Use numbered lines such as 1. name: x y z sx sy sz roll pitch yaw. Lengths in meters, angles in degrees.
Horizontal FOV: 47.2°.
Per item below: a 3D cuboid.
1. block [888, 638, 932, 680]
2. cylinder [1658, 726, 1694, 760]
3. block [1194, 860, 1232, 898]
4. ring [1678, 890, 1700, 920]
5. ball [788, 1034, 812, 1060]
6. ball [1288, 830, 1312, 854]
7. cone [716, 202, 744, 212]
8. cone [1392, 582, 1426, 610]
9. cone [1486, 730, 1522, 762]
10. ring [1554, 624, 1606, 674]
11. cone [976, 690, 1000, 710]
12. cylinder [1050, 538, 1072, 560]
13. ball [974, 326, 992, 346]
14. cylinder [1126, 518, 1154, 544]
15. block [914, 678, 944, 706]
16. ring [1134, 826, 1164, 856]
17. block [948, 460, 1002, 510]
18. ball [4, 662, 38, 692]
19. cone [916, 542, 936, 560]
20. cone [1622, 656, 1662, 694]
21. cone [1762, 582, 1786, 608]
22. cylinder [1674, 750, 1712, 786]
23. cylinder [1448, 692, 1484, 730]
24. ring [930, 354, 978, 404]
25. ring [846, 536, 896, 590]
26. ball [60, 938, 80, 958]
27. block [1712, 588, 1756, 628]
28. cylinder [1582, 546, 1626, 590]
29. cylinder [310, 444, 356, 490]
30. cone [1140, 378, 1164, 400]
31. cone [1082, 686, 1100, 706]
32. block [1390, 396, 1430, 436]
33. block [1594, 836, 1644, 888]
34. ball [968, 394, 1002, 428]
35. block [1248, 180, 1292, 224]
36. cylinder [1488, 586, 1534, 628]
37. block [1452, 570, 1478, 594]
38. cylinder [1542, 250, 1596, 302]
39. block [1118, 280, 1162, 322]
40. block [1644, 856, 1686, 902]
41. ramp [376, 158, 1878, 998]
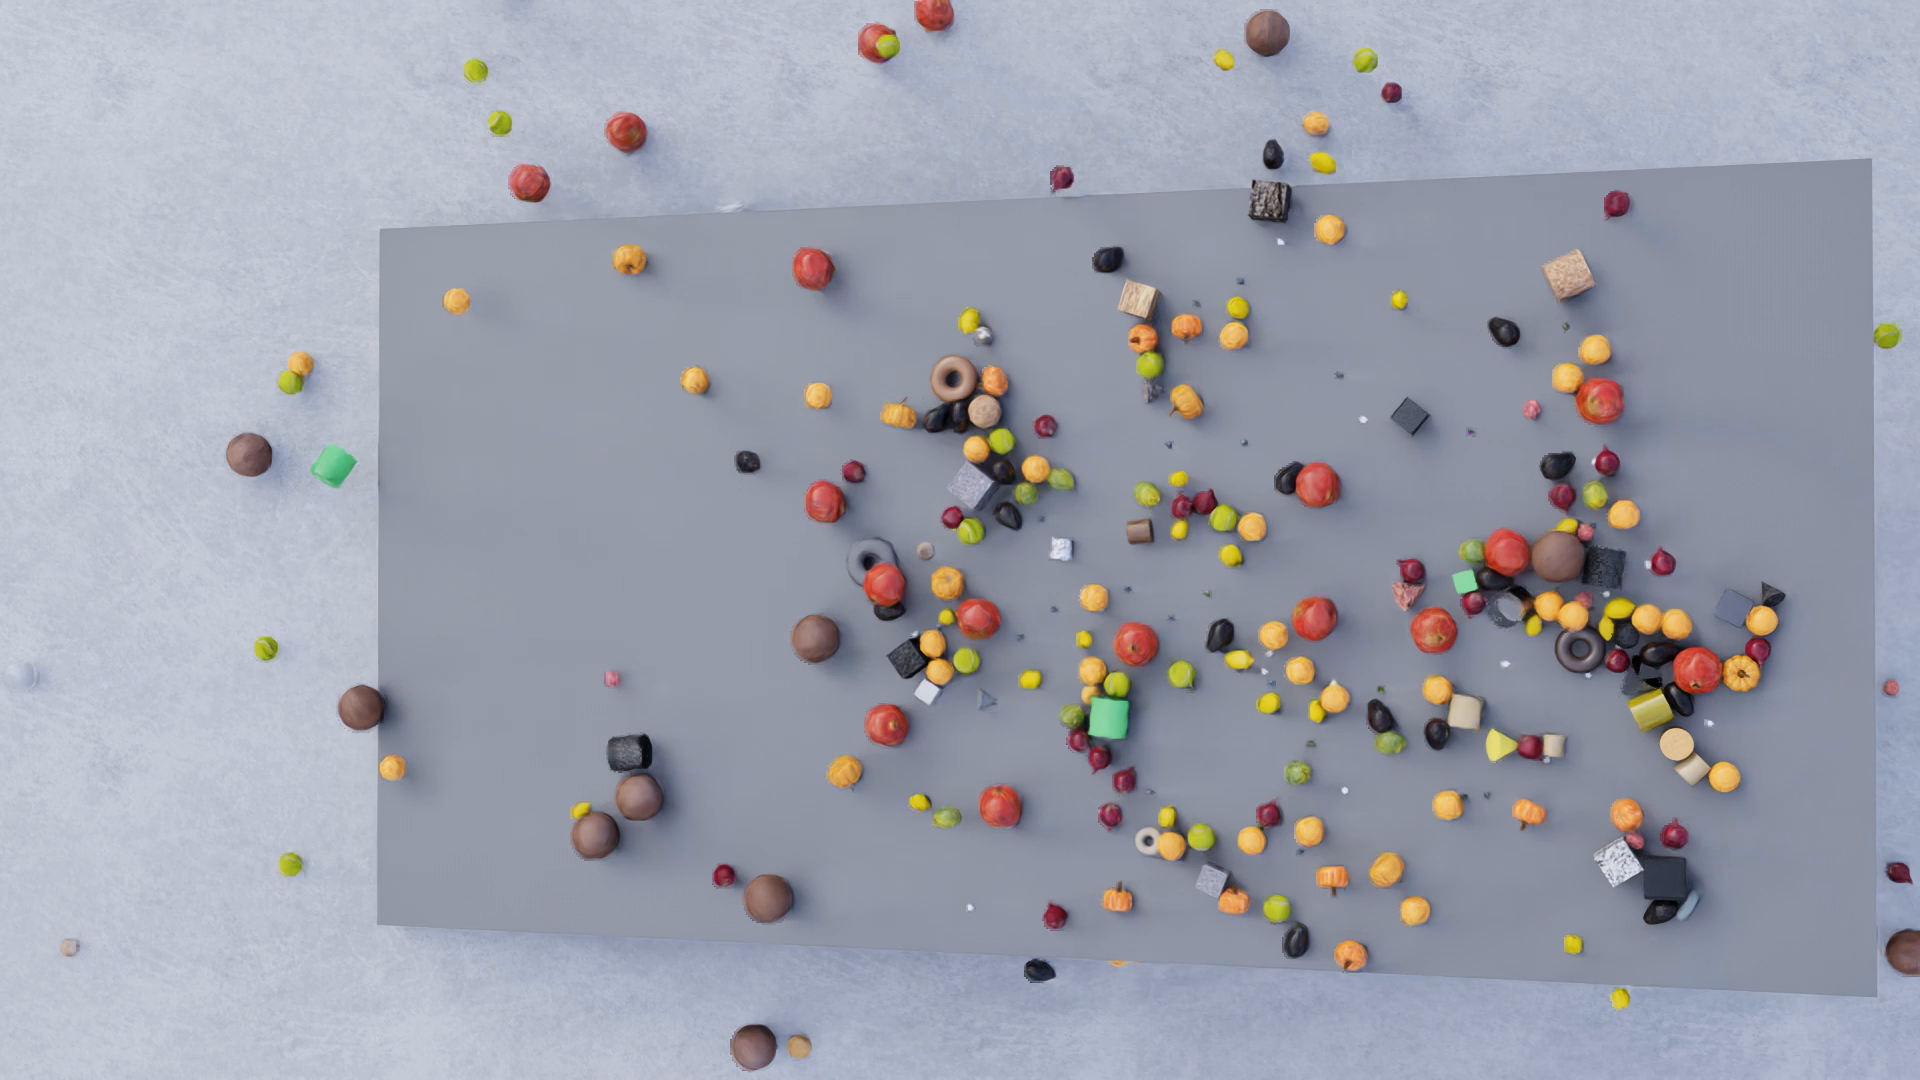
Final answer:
1. block: -0.134 0.315 5.846 0.076 0.076 0.076 -37 80 12
2. cylinder: 1.733 0.491 5.321 0.077 0.077 0.077 0 89 16
3. block: 0.648 0.868 5.625 0.066 0.066 0.066 24 95 15
4. ring: 1.757 0.879 5.307 0.026 0.079 0.079 30 89 17
5. ball: -0.464 1.466 6.361 0.070 0.070 0.070 0 89 0
6. ball: 0.860 0.765 5.562 0.062 0.062 0.062 0 89 0
7. cone: -0.656 -0.961 6.398 0.075 0.075 0.075 -40 89 -6
8. cone: 1.137 0.127 5.515 0.076 0.076 0.076 -21 89 -13
9. cone: 1.358 0.508 5.447 0.080 0.080 0.080 1 89 -11
10. ring: 1.523 0.267 5.401 0.122 0.041 0.122 -1 85 18
11. cone: 0.079 0.424 5.811 0.059 0.059 0.059 6 89 -11
12. cylinder: 0.266 0.023 5.749 0.054 0.054 0.054 6 92 0
13. ball: 0.061 -0.540 5.818 0.050 0.050 0.050 0 89 0
14. cylinder: 0.466 -0.021 5.692 0.060 0.060 0.060 -7 89 15
15. block: -0.082 0.402 5.843 0.051 0.051 0.051 35 98 13
16. ring: 0.490 0.779 5.691 0.076 0.025 0.076 0 88 15
17. block: 0.038 -0.143 5.797 0.091 0.091 0.091 39 99 13
18. ball: -2.719 0.395 6.368 0.088 0.088 0.088 0 89 0
19. cone: -0.098 0.028 5.854 0.051 0.051 0.051 0 89 16
20. cone: 1.644 0.350 5.365 0.095 0.095 0.095 39 127 1
21. cone: 1.945 0.122 5.293 0.059 0.059 0.059 -21 56 0
22. cylinder: 1.771 0.552 5.316 0.063 0.063 0.063 -42 89 16
23. cylinder: 1.254 0.424 5.454 0.079 0.079 0.079 8 92 0
24. ring: -0.016 -0.427 5.841 0.131 0.044 0.131 0 89 17
25. ring: -0.236 0.062 5.895 0.141 0.047 0.141 0 90 15
26. ball: -2.578 1.181 6.372 0.056 0.056 0.056 0 89 0
27. block: 1.861 0.164 5.292 0.072 0.072 0.072 28 96 14
28. cylinder: 1.571 0.068 5.364 0.093 0.093 0.093 8 91 0
29. cylinder: -1.785 -0.209 6.262 0.095 0.095 0.095 31 73 0
30. cone: 0.509 -0.388 5.702 0.059 0.059 0.059 9 89 -31
31. cone: 0.336 0.406 5.725 0.054 0.054 0.054 0 89 16
32. block: 1.127 -0.310 5.508 0.067 0.067 0.067 41 99 13
33. block: 1.601 0.783 5.350 0.083 0.083 0.083 -34 81 13
34. ball: 0.065 -0.339 5.795 0.087 0.087 0.087 0 89 0
35. block: 0.788 -0.862 5.599 0.089 0.089 0.089 9 92 16
36. cylinder: 1.356 0.164 5.413 0.081 0.081 0.081 -26 89 -45
37. block: 1.258 0.104 5.473 0.051 0.051 0.051 -17 85 15
38. cylinder: 1.493 -0.647 5.395 0.095 0.095 0.095 -25 89 14
39. block: 0.464 -0.620 5.691 0.080 0.080 0.080 19 94 15
40. block: 1.703 0.817 5.315 0.094 0.094 0.094 0 89 16
41. ramp: 0.268 0.096 5.829 4.000 0.100 2.000 0 89 16
